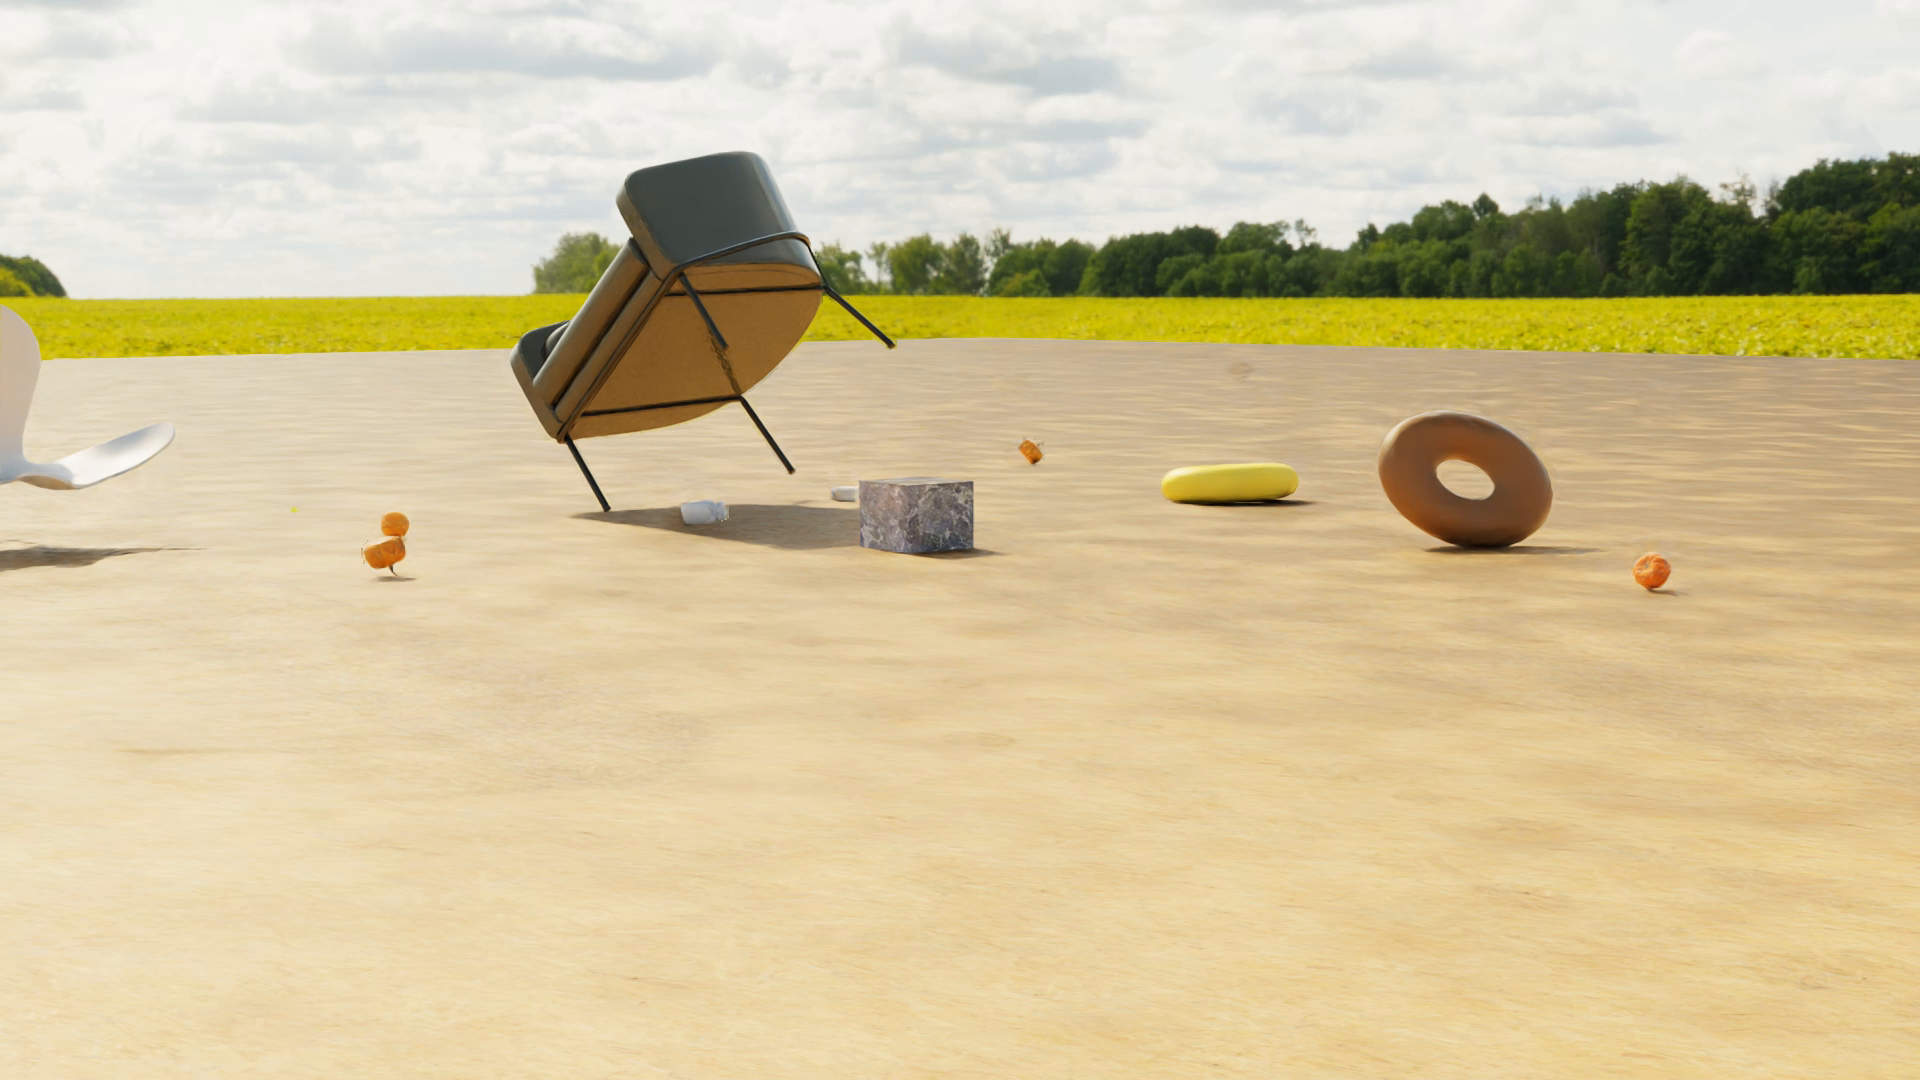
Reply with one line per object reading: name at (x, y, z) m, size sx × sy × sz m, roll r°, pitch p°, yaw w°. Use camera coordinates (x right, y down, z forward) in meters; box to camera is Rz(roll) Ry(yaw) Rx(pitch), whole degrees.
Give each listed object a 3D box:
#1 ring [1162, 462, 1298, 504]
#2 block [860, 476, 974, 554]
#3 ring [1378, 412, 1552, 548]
ring at (0.793, -0.166, 7.514) m, size 0.405 × 0.105 × 0.235 m, roll -3°, pitch 3°, yaw -5°
block at (-0.105, -0.063, 6.231) m, size 0.200 × 0.162 × 0.193 m, roll -5°, pitch 8°, yaw -39°
ring at (1.240, -0.149, 6.302) m, size 0.441 × 0.373 × 0.105 m, roll 21°, pitch -31°, yaw 5°
